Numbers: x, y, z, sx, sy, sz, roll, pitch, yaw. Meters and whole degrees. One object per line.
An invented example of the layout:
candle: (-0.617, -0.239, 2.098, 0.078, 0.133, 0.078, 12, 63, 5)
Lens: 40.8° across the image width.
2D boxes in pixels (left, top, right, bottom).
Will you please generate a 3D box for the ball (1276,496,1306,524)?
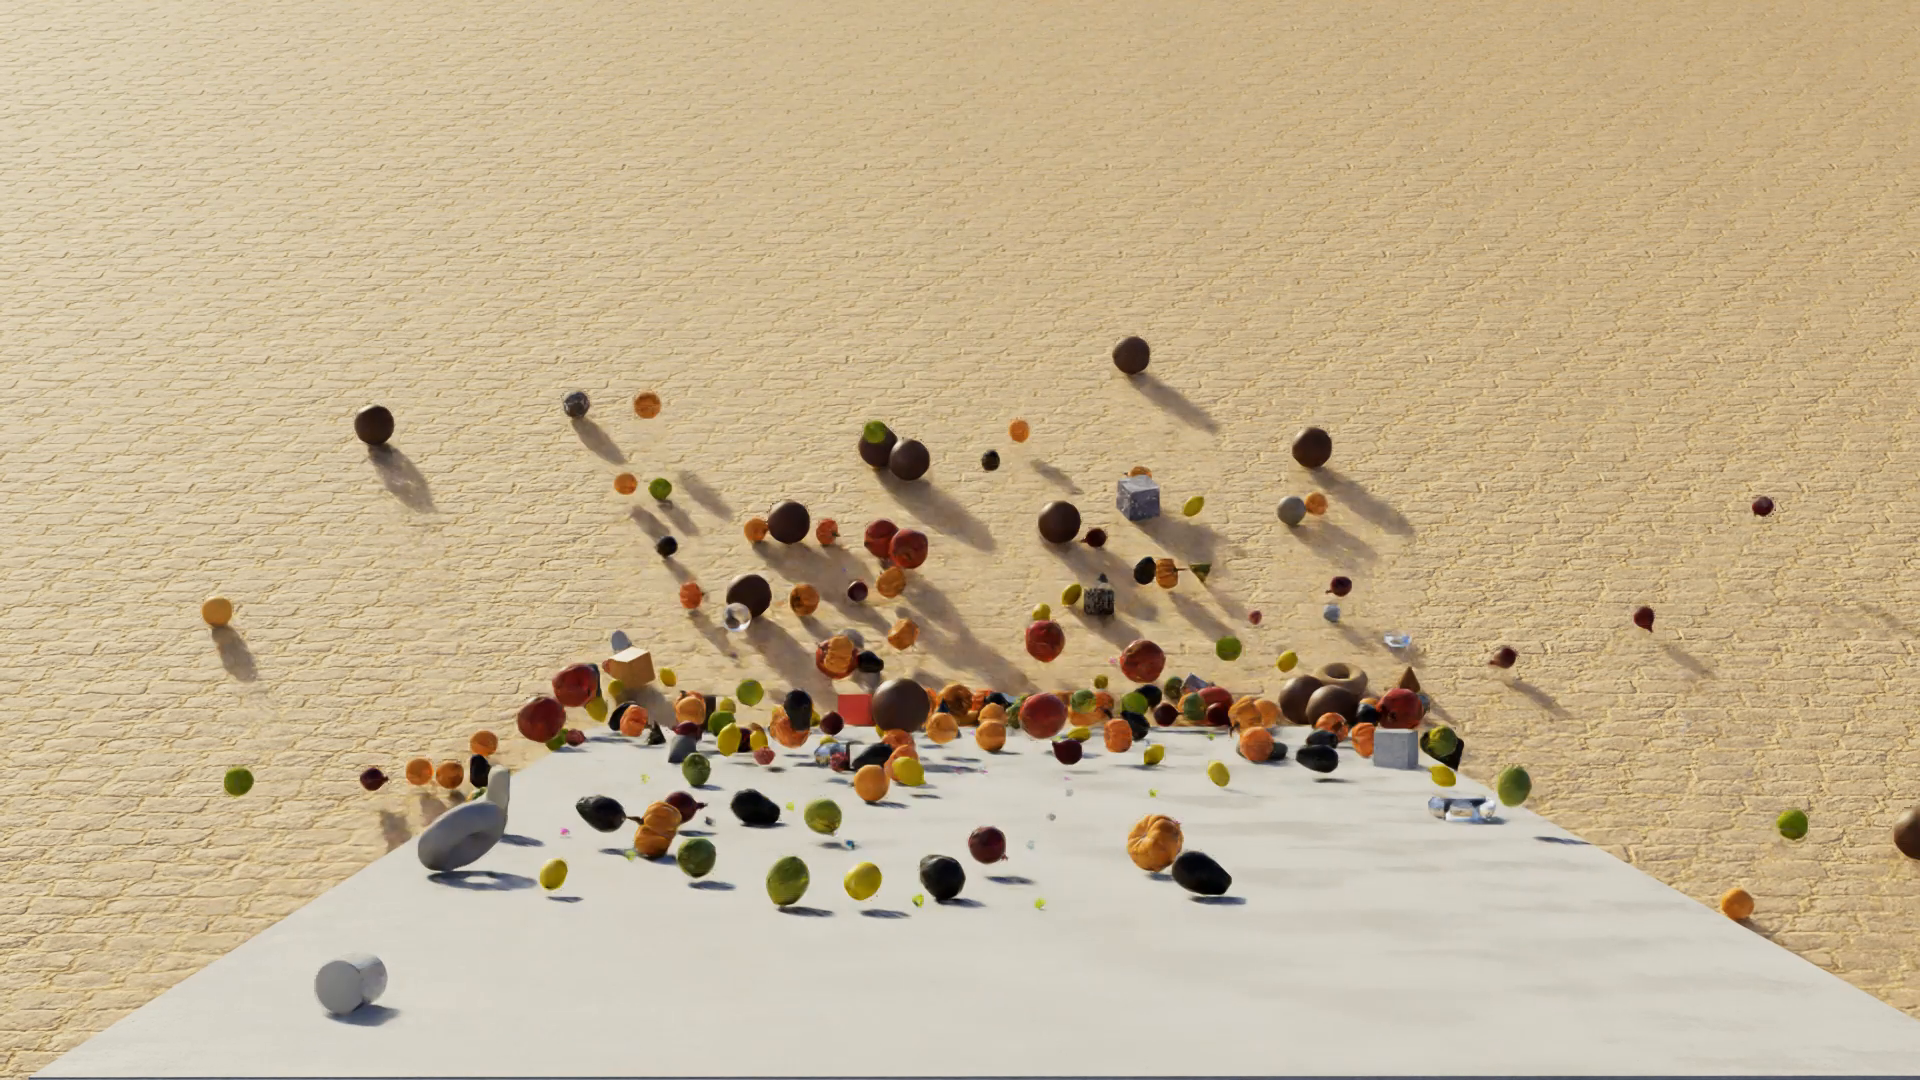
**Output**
ball: (0.998, -0.090, 7.785, 0.090, 0.090, 0.090, 0, 27, 0)

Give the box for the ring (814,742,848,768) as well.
ring: (-0.248, 0.469, 5.642, 0.143, 0.048, 0.143, -1, 1, 0)

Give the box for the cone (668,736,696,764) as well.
cone: (-0.626, 0.475, 5.687, 0.067, 0.067, 0.067, 15, 33, 26)

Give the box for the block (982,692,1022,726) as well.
block: (0.110, 0.447, 6.750, 0.069, 0.069, 0.069, -8, 20, -42)

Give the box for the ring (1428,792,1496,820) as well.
ring: (0.914, 0.486, 4.704, 0.123, 0.041, 0.123, 0, 2, 0)

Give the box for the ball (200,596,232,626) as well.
ball: (-2.081, 0.199, 7.233, 0.086, 0.086, 0.086, 0, 27, 0)

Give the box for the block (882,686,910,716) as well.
block: (-0.170, 0.427, 6.799, 0.057, 0.057, 0.057, 6, 56, 10)

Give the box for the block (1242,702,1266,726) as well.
block: (0.757, 0.448, 6.646, 0.060, 0.060, 0.060, 0, 0, 7)

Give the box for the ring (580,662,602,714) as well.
ring: (-0.967, 0.387, 6.773, 0.046, 0.137, 0.137, -6, 28, -6)

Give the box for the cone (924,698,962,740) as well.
cone: (-0.041, 0.434, 6.305, 0.097, 0.097, 0.097, 0, 1, 0)

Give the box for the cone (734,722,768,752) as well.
cone: (-0.497, 0.471, 5.973, 0.075, 0.075, 0.075, 20, 40, 33)

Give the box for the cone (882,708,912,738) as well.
cone: (-0.143, 0.465, 6.327, 0.076, 0.076, 0.076, -9, 30, -16)

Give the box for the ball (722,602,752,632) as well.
ball: (-0.614, 0.212, 7.086, 0.081, 0.081, 0.081, 0, 27, 0)

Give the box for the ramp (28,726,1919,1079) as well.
ramp: (0.062, 0.558, 4.596, 2.000, 0.100, 4.000, 0, 1, 0)

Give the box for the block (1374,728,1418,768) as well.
block: (0.948, 0.454, 5.622, 0.077, 0.077, 0.077, 0, 1, 28)

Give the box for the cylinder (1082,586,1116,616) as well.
cylinder: (0.392, 0.173, 7.290, 0.075, 0.075, 0.075, -15, 29, -6)

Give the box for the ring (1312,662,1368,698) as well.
ring: (1.019, 0.375, 6.935, 0.149, 0.050, 0.149, -1, 27, 0)

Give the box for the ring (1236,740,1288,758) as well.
ring: (0.678, 0.470, 5.801, 0.115, 0.038, 0.115, 2, -2, 0)

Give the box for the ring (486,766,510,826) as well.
ring: (-0.801, 0.448, 4.470, 0.039, 0.117, 0.117, 5, 26, -10)

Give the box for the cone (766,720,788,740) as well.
cone: (-0.436, 0.471, 6.244, 0.053, 0.053, 0.053, -7, 41, -13)

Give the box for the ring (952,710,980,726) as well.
ring: (0.009, 0.467, 6.740, 0.092, 0.031, 0.092, -9, 3, 0)

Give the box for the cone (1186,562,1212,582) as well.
cone: (0.681, 0.082, 7.453, 0.066, 0.066, 0.066, 23, 27, -7)

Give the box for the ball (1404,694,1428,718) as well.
ball: (1.203, 0.435, 6.803, 0.062, 0.062, 0.062, 0, 27, 0)

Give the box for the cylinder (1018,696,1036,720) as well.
cylinder: (0.162, 0.442, 6.789, 0.055, 0.055, 0.055, 24, 27, 38)

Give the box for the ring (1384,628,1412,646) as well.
ring: (1.212, 0.271, 7.159, 0.076, 0.025, 0.076, 0, 29, 0)

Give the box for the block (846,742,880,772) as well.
block: (-0.209, 0.465, 5.541, 0.058, 0.058, 0.058, 0, 1, 14)

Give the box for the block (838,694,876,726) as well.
block: (-0.266, 0.441, 6.714, 0.080, 0.080, 0.080, -1, -3, 12)

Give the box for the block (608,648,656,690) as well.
block: (-0.881, 0.345, 6.939, 0.080, 0.080, 0.080, 8, 25, 45)

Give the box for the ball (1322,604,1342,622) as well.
ball: (1.046, 0.204, 7.261, 0.051, 0.051, 0.051, 0, 27, 0)

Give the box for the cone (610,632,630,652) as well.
cone: (-0.925, 0.280, 7.141, 0.057, 0.057, 0.057, 15, 5, 27)

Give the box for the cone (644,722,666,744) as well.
cone: (-0.728, 0.458, 6.171, 0.053, 0.053, 0.053, 0, 1, 0)

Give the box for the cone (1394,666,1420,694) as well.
cone: (1.204, 0.365, 6.930, 0.069, 0.069, 0.069, 0, 27, 0)

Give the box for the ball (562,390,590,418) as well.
ball: (-1.261, -0.445, 8.465, 0.092, 0.092, 0.092, 0, 27, 0)

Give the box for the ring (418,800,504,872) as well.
ring: (-0.772, 0.459, 4.003, 0.146, 0.146, 0.049, -21, 62, -34)

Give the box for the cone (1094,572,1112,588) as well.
cone: (0.412, 0.112, 7.438, 0.050, 0.050, 0.050, 0, 27, 0)

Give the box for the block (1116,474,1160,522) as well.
block: (0.542, -0.128, 7.849, 0.098, 0.098, 0.098, -10, 29, -19)

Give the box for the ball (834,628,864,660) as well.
ball: (-0.304, 0.284, 7.069, 0.086, 0.086, 0.086, 0, 27, 0)
